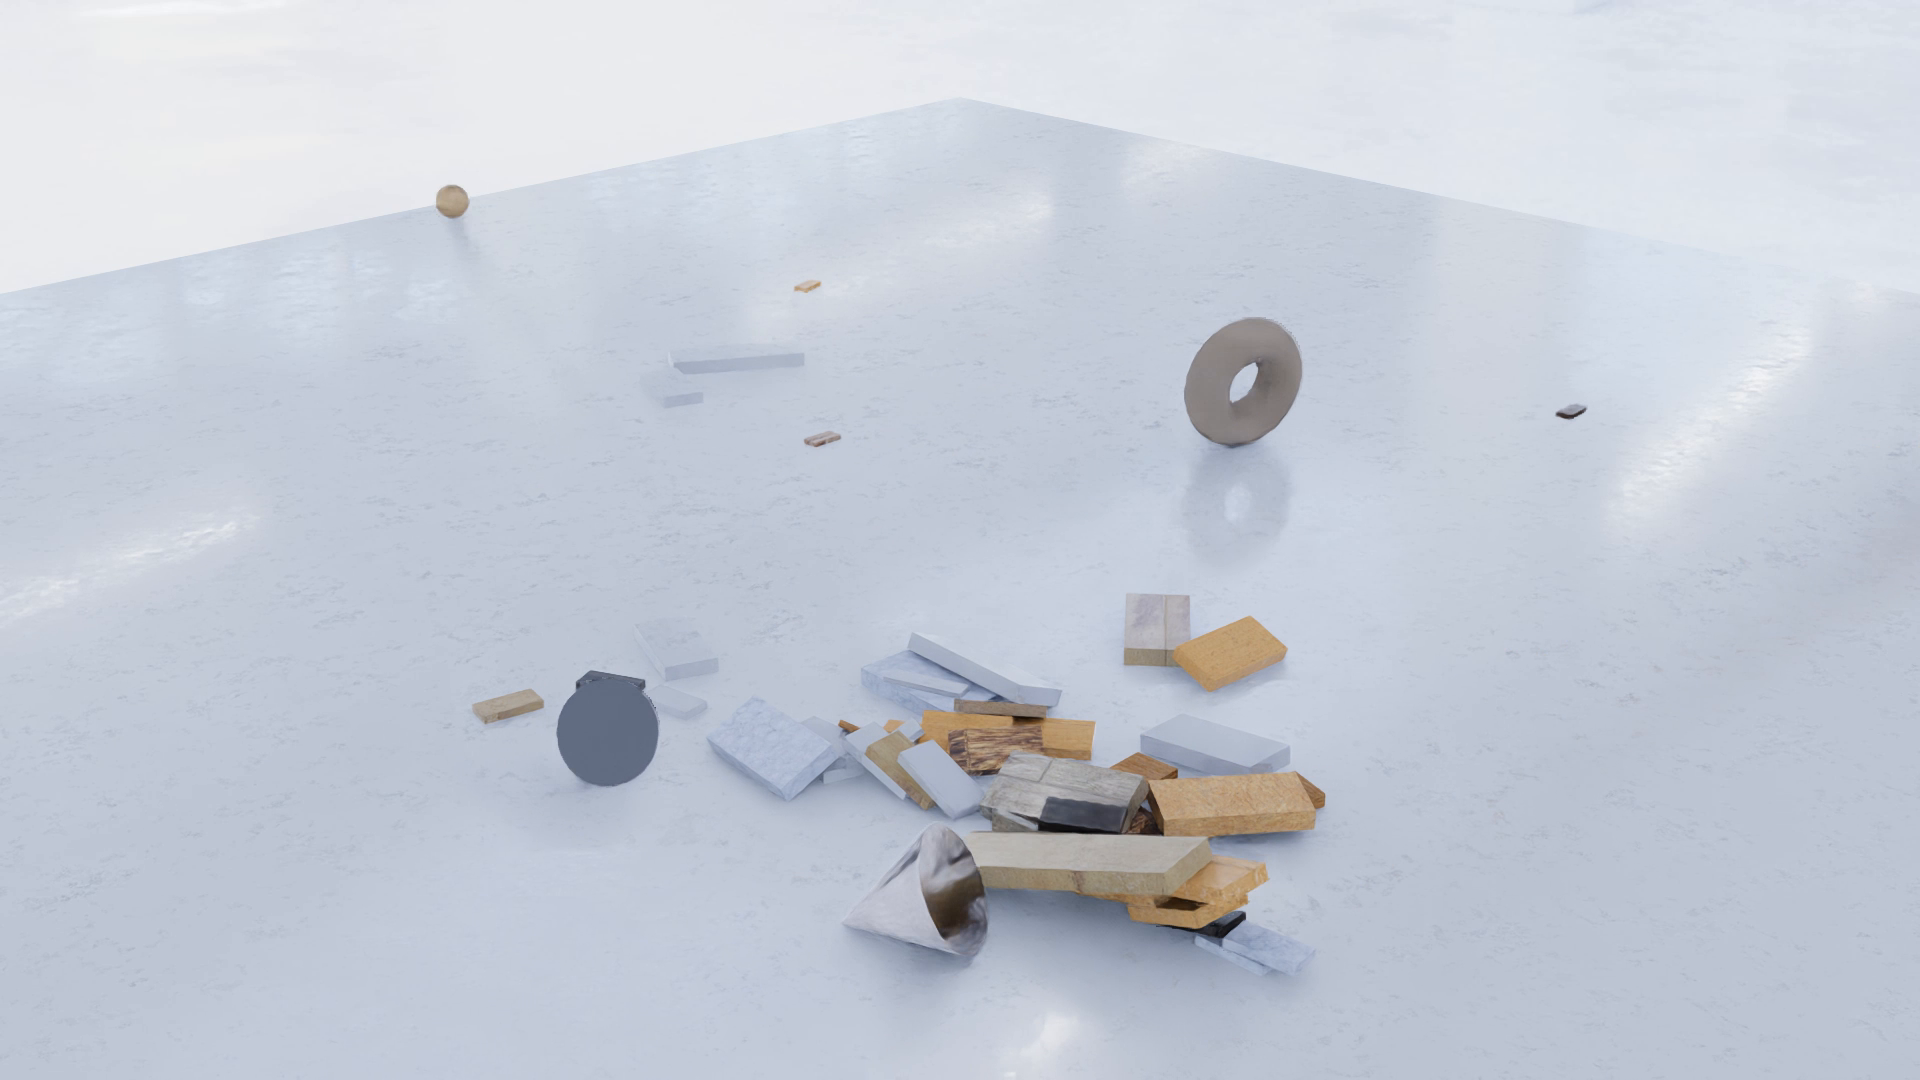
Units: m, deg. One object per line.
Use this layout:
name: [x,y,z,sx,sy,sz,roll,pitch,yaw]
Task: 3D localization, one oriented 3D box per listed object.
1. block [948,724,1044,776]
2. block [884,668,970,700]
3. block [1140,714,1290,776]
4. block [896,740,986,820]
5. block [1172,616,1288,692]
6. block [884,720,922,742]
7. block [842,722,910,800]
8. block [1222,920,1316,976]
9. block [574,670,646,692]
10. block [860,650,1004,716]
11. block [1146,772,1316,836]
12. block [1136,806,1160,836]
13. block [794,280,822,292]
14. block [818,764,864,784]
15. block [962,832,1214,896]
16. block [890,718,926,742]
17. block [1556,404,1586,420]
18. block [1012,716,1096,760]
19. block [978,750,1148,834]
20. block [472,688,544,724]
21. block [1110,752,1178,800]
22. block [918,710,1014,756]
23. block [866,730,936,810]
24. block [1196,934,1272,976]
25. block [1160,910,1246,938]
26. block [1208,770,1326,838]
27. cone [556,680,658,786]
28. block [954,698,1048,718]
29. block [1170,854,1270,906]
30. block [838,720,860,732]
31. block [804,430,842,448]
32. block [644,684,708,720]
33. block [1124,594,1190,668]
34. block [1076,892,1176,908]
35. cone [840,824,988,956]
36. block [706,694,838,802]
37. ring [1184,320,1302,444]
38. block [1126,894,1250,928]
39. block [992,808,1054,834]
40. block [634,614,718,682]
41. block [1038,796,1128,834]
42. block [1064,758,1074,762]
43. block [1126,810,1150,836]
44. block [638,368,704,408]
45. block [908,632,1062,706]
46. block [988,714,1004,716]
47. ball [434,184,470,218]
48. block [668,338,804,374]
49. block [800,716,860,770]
block: [0.077,0.442,4.613,0.196,0.027,0.097,-3,59,-4]
block: [-0.075,0.319,4.881,0.191,0.013,0.047,11,25,25]
block: [0.537,0.439,4.634,0.286,0.041,0.143,14,24,42]
block: [-0.035,0.489,4.488,0.092,0.026,0.184,-18,50,-40]
block: [0.621,0.260,5.049,0.253,0.036,0.126,-19,50,-38]
block: [-0.110,0.414,4.764,0.109,0.015,0.054,7,24,16]
block: [-0.148,0.458,4.568,0.186,0.026,0.093,38,40,26]
block: [0.556,0.733,3.953,0.148,0.021,0.074,17,28,35]
block: [-0.789,0.328,4.963,0.140,0.020,0.070,8,24,19]
block: [-0.064,0.333,4.921,0.154,0.044,0.308,-19,30,-38]
block: [0.539,0.528,4.383,0.305,0.043,0.153,-3,24,-7]
block: [0.299,0.548,4.430,0.107,0.030,0.213,-15,27,-30]
block: [-0.546,-0.913,7.894,0.050,0.014,0.100,13,26,27]
block: [-0.284,0.454,4.657,0.093,0.026,0.186,-11,25,-25]
block: [0.196,0.597,4.084,0.549,0.043,0.153,-5,15,40]
block: [-0.131,0.426,4.673,0.109,0.015,0.054,-36,31,-7]
block: [1.850,-0.389,6.660,0.050,0.014,0.100,19,29,37]
block: [0.189,0.422,4.703,0.193,0.027,0.097,4,36,8]
block: [0.206,0.513,4.384,0.305,0.043,0.153,8,47,33]
block: [-1.000,0.368,4.868,0.140,0.020,0.070,-15,27,-31]
block: [0.333,0.499,4.467,0.107,0.030,0.213,20,31,40]
block: [0.013,0.418,4.674,0.193,0.027,0.097,4,58,10]
block: [-0.098,0.473,4.523,0.185,0.026,0.092,40,40,26]
block: [0.510,0.739,3.992,0.149,0.021,0.074,20,30,39]
block: [0.445,0.697,4.050,0.148,0.021,0.074,4,19,44]
block: [0.586,0.537,4.457,0.298,0.030,0.107,-11,25,-25]
cone: [-0.781,0.413,4.660,0.222,0.222,0.222,-14,0,-29]
block: [0.086,0.363,4.745,0.185,0.026,0.092,5,-3,-12]
block: [0.430,0.605,3.954,0.116,0.033,0.231,-23,14,-36]
block: [-0.207,0.412,4.690,0.054,0.015,0.109,19,-8,38]
block: [-0.403,-0.296,6.441,0.100,0.014,0.050,-20,30,-39]
block: [-0.638,0.360,4.886,0.140,0.020,0.070,16,28,33]
block: [0.467,0.211,5.207,0.154,0.044,0.308,2,23,4]
block: [0.328,0.637,4.112,0.116,0.033,0.231,-22,12,-34]
cone: [-0.118,0.673,4.033,0.247,0.247,0.247,-20,15,23]
block: [-0.396,0.434,4.612,0.143,0.041,0.286,-41,39,-20]
ring: [0.818,-0.454,6.348,0.386,0.386,0.129,-12,31,-27]
block: [0.414,0.663,4.014,0.116,0.033,0.231,-21,4,-27]
block: [0.127,0.587,4.273,0.157,0.079,0.022,20,21,39]
block: [-0.663,0.250,5.125,0.126,0.036,0.253,-10,25,-22]
block: [0.238,0.538,4.248,0.157,0.022,0.079,6,32,13]
block: [0.181,0.475,4.573,0.108,0.054,0.015,-2,59,-4]
block: [0.302,0.578,4.311,0.139,0.015,0.054,-34,39,-18]
block: [-0.899,-0.473,6.830,0.126,0.036,0.253,-11,25,-23]
block: [0.053,0.290,4.957,0.143,0.041,0.360,10,10,-46]
block: [0.084,0.391,4.788,0.047,0.013,0.094,6,32,-19]
ball: [-2.025,-1.350,8.770,0.134,0.134,0.134,0,23,0]
block: [-0.723,-0.592,7.099,0.422,0.044,0.154,-6,24,-13]
block: [-0.275,0.428,4.650,0.186,0.026,0.093,19,29,37]
